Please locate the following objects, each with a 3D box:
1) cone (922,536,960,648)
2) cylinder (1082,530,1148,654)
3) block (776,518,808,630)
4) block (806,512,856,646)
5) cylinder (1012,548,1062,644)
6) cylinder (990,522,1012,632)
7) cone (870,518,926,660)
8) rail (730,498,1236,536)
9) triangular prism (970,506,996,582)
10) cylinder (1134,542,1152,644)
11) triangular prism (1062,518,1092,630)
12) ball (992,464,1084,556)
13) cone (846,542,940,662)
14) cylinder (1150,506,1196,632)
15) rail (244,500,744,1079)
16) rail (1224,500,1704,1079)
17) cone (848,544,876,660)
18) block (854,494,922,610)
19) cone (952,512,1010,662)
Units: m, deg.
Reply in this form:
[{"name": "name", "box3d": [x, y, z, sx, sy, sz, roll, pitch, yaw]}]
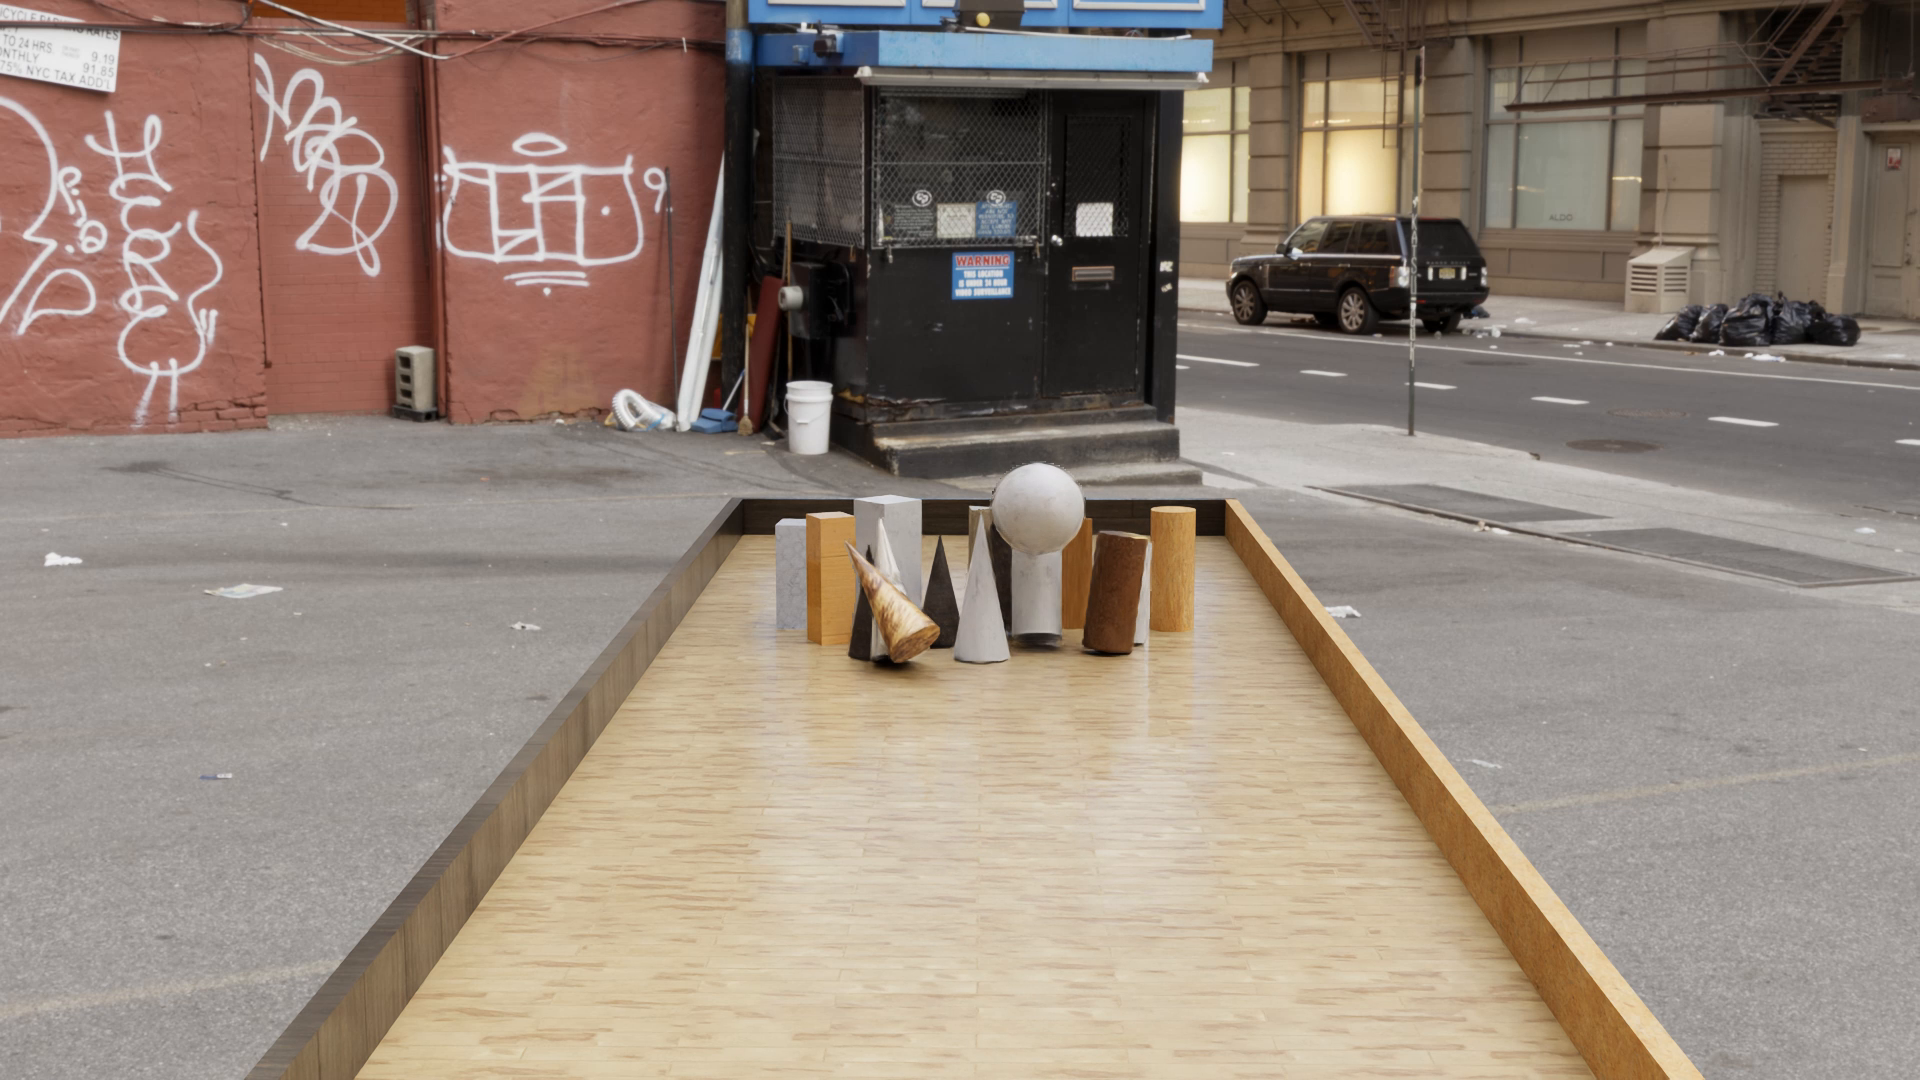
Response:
[{"name": "cone", "box3d": [-0.063, 0.150, 6.926, 0.162, 0.355, 0.162, 0, 9, 0]}, {"name": "cylinder", "box3d": [0.480, 0.159, 6.803, 0.156, 0.359, 0.156, 7, 6, -1]}, {"name": "block", "box3d": [-0.522, 0.111, 7.213, 0.141, 0.343, 0.141, 1, 9, 5]}, {"name": "block", "box3d": [-0.408, 0.121, 6.960, 0.118, 0.403, 0.118, -4, 10, -26]}, {"name": "cylinder", "box3d": [0.242, 0.148, 6.903, 0.160, 0.330, 0.160, 0, -16, 0]}, {"name": "cylinder", "box3d": [0.202, 0.111, 7.083, 0.177, 0.341, 0.177, -5, -15, -1]}, {"name": "cone", "box3d": [-0.215, 0.135, 6.655, 0.169, 0.439, 0.169, -8, -9, -1]}, {"name": "rail", "box3d": [0.099, -0.098, 9.147, 2.100, 0.150, 0.050, 0, 9, 1]}, {"name": "triangular prism", "box3d": [0.056, 0.087, 7.210, 0.100, 0.392, 0.087, -6, 11, -36]}, {"name": "cylinder", "box3d": [0.524, 0.161, 6.948, 0.145, 0.314, 0.145, 4, 5, 0]}, {"name": "triangular prism", "box3d": [0.362, 0.105, 7.195, 0.114, 0.361, 0.099, -2, 9, -13]}, {"name": "ball", "box3d": [0.240, -0.094, 6.743, 0.283, 0.283, 0.283, 0, 9, 0]}, {"name": "cone", "box3d": [-0.239, 0.152, 6.546, 0.171, 0.171, 0.409, -10, 56, -46]}, {"name": "cylinder", "box3d": [0.692, 0.094, 7.167, 0.146, 0.391, 0.146, 0, 9, 0]}, {"name": "rail", "box3d": [-1.004, 0.839, 3.234, 0.050, 0.150, 12.000, 0, 9, 1]}, {"name": "rail", "box3d": [1.046, 0.843, 3.208, 0.050, 0.150, 12.000, 0, 9, 1]}, {"name": "cone", "box3d": [-0.273, 0.181, 6.735, 0.157, 0.349, 0.157, -2, 8, 0]}, {"name": "block", "box3d": [-0.235, 0.076, 7.185, 0.157, 0.421, 0.157, -8, 12, -41]}, {"name": "cone", "box3d": [0.064, 0.135, 6.702, 0.178, 0.448, 0.178, 0, 7, 0]}]
